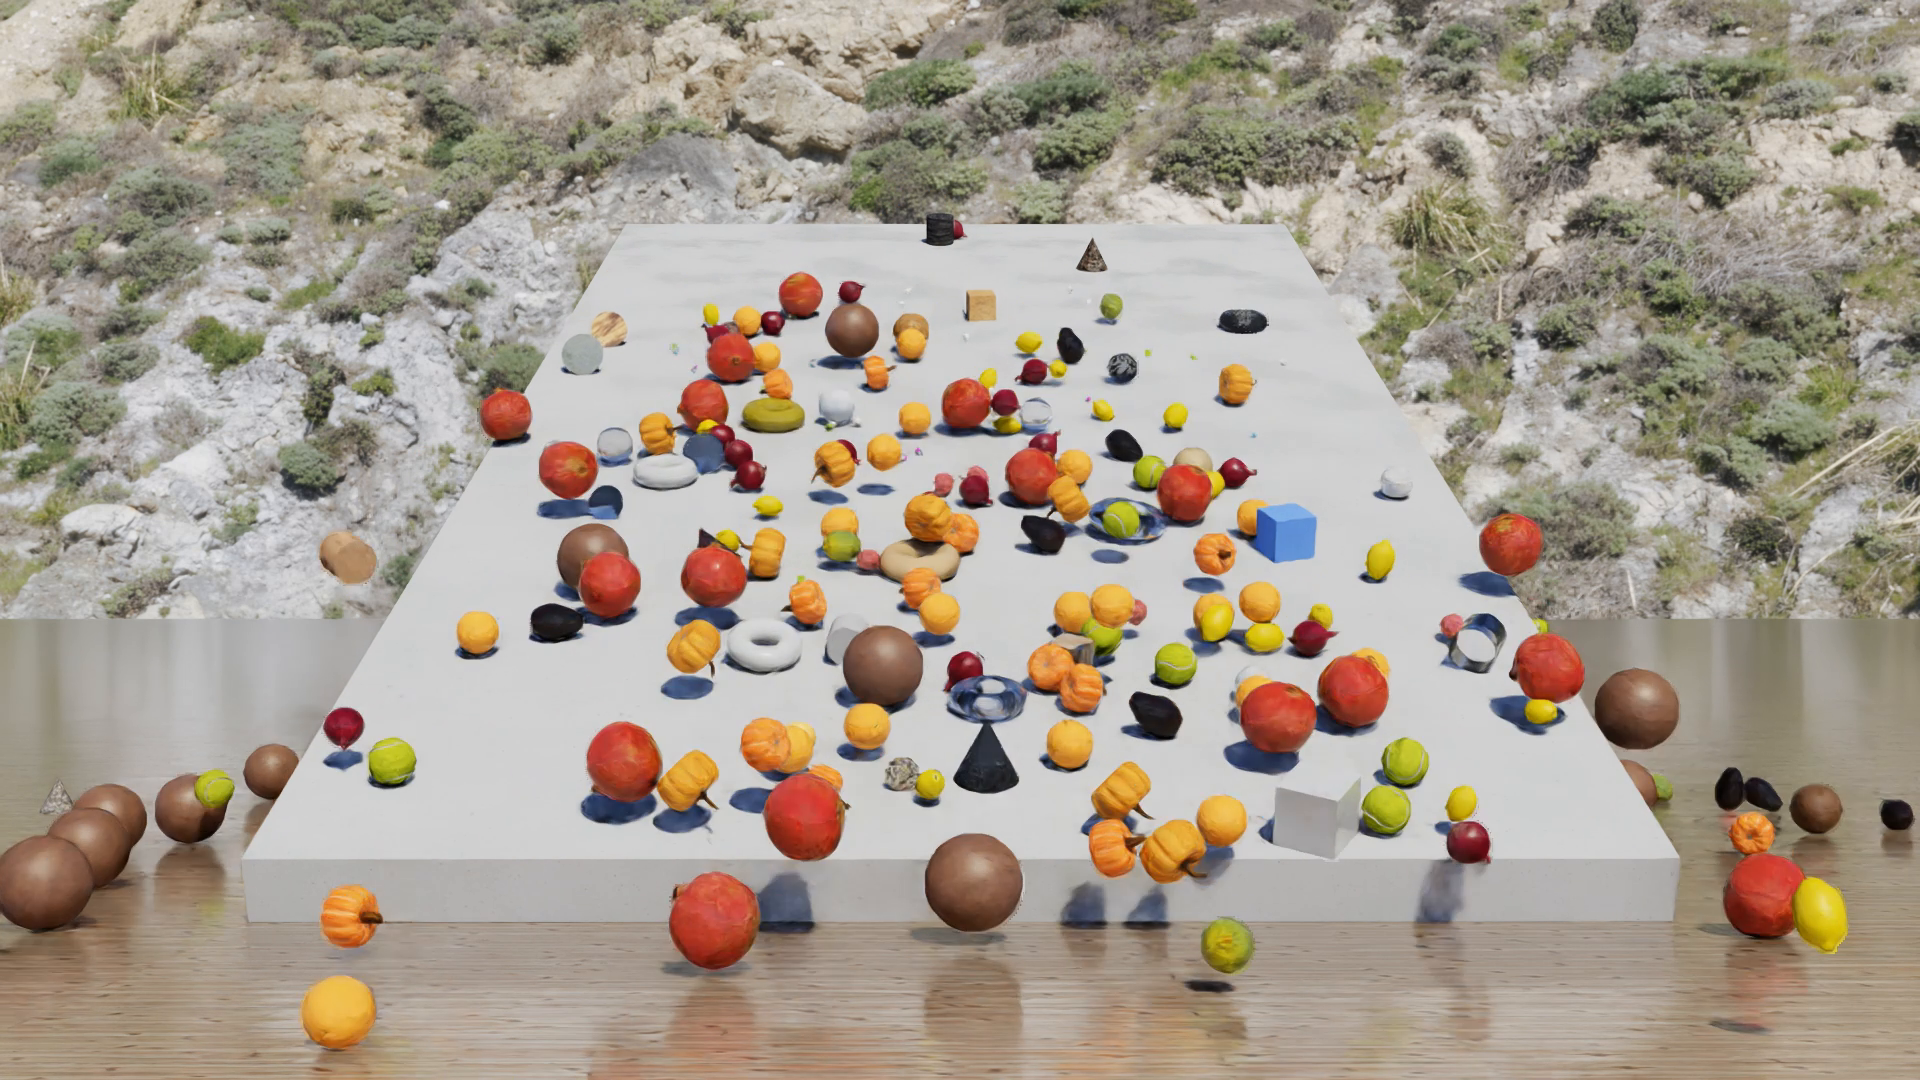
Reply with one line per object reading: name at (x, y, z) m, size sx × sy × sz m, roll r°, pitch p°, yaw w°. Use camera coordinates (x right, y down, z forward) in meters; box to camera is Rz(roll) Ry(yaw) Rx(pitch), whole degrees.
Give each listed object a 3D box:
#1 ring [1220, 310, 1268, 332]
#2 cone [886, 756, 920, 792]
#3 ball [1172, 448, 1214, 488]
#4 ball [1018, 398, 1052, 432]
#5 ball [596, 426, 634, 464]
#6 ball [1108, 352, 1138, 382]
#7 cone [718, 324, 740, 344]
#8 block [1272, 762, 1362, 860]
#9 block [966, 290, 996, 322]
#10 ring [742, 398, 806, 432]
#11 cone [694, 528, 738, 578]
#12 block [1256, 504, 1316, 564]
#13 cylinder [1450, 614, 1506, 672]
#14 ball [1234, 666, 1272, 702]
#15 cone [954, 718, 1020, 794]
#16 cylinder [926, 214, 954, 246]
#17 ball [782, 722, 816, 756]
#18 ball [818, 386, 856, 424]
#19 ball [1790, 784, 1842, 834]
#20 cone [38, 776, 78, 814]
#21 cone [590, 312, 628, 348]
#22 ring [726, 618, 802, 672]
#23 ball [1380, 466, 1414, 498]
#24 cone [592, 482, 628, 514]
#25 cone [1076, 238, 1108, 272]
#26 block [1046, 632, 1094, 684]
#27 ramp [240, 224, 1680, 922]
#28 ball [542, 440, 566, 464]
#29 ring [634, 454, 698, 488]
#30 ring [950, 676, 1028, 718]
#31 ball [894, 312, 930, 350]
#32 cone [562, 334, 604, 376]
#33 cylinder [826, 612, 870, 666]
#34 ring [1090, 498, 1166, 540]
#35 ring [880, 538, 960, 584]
ring at (0.720, -0.556, 5.776) m, size 0.122 × 0.041 × 0.122 m, roll 1°, pitch 21°, yaw -1°
cone at (-0.084, 0.346, 3.377) m, size 0.051 × 0.051 × 0.051 m, roll 0°, pitch -2°, yaw 0°
ball at (0.472, -0.146, 4.615) m, size 0.084 × 0.084 × 0.084 m, roll 0°, pitch -2°, yaw 0°
ball at (0.165, -0.272, 4.964) m, size 0.075 × 0.075 × 0.075 m, roll 0°, pitch -2°, yaw 0°
ball at (-0.722, -0.199, 4.759) m, size 0.078 × 0.078 × 0.078 m, roll 0°, pitch -2°, yaw 0°
ball at (0.380, -0.403, 5.321) m, size 0.070 × 0.070 × 0.070 m, roll 0°, pitch -2°, yaw 0°
cone at (-0.563, -0.511, 5.670) m, size 0.058 × 0.058 × 0.058 m, roll -1°, pitch 7°, yaw 29°
block at (0.502, 0.380, 3.199) m, size 0.092 × 0.092 × 0.092 m, roll 11°, pitch 23°, yaw 28°
block at (0.055, -0.603, 5.859) m, size 0.068 × 0.068 × 0.068 m, roll -2°, pitch 21°, yaw -6°
ring at (-0.411, -0.276, 5.010) m, size 0.141 × 0.047 × 0.141 m, roll 4°, pitch 21°, yaw -1°
cone at (-0.450, 0.010, 4.061) m, size 0.082 × 0.082 × 0.082 m, roll -20°, pitch -27°, yaw -11°
block at (0.611, -0.013, 4.264) m, size 0.082 × 0.082 × 0.082 m, roll -7°, pitch 22°, yaw -18°
cylinder at (0.861, 0.170, 3.779) m, size 0.076 × 0.076 × 0.076 m, roll -1°, pitch 19°, yaw 28°
ball at (0.470, 0.231, 3.643) m, size 0.059 × 0.059 × 0.059 m, roll 0°, pitch -2°, yaw 0°
cone at (0.040, 0.310, 3.375) m, size 0.098 × 0.098 × 0.098 m, roll 0°, pitch 21°, yaw 0°
cylinder at (-0.058, -0.909, 6.657) m, size 0.080 × 0.080 × 0.080 m, roll 0°, pitch 21°, yaw 0°
ball at (-0.245, 0.302, 3.462) m, size 0.051 × 0.051 × 0.051 m, roll 0°, pitch -2°, yaw 0°
ball at (-0.272, -0.298, 5.016) m, size 0.082 × 0.082 × 0.082 m, roll 0°, pitch -2°, yaw 0°
ball at (1.682, 0.528, 4.470) m, size 0.097 × 0.097 × 0.097 m, roll 0°, pitch -2°, yaw 0°
cone at (-1.958, 0.552, 4.938) m, size 0.079 × 0.079 × 0.079 m, roll 0°, pitch -2°, yaw 0°
cone at (-0.874, -0.515, 5.658) m, size 0.090 × 0.090 × 0.090 m, roll 0°, pitch -6°, yaw -9°
ring at (-0.326, 0.174, 3.790) m, size 0.127 × 0.042 × 0.127 m, roll 5°, pitch 32°, yaw -3°
ball at (0.876, -0.117, 4.563) m, size 0.067 × 0.067 × 0.067 m, roll 0°, pitch -2°, yaw 0°
cone at (-0.689, -0.069, 4.480) m, size 0.068 × 0.068 × 0.068 m, roll 0°, pitch -23°, yaw -5°
cone at (0.370, -0.804, 6.364) m, size 0.090 × 0.090 × 0.090 m, roll 0°, pitch 21°, yaw 0°
block at (0.182, 0.194, 3.743) m, size 0.057 × 0.057 × 0.057 m, roll 12°, pitch 24°, yaw 28°
ramp at (-0.005, -0.211, 5.049) m, size 2.000 × 0.100 × 4.000 m, roll 0°, pitch 21°, yaw 0°
ball at (-0.850, -0.184, 4.760) m, size 0.050 × 0.050 × 0.050 m, roll 0°, pitch -2°, yaw 0°
ring at (-0.603, -0.140, 4.654) m, size 0.131 × 0.044 × 0.131 m, roll 0°, pitch 20°, yaw 0°
ring at (0.045, 0.250, 3.615) m, size 0.124 × 0.041 × 0.124 m, roll 0°, pitch 17°, yaw 0°
ball at (-0.119, -0.511, 5.557) m, size 0.090 × 0.090 × 0.090 m, roll 0°, pitch -2°, yaw 0°
cone at (-0.892, -0.434, 5.436) m, size 0.100 × 0.100 × 0.100 m, roll 0°, pitch -6°, yaw 2°
cylinder at (-0.187, 0.166, 3.802) m, size 0.068 × 0.068 × 0.068 m, roll 0°, pitch 20°, yaw 3°
ring at (0.321, -0.041, 4.368) m, size 0.149 × 0.050 × 0.149 m, roll 7°, pitch 18°, yaw -2°
ring at (-0.074, 0.038, 4.171) m, size 0.149 × 0.050 × 0.149 m, roll -1°, pitch 20°, yaw 0°
